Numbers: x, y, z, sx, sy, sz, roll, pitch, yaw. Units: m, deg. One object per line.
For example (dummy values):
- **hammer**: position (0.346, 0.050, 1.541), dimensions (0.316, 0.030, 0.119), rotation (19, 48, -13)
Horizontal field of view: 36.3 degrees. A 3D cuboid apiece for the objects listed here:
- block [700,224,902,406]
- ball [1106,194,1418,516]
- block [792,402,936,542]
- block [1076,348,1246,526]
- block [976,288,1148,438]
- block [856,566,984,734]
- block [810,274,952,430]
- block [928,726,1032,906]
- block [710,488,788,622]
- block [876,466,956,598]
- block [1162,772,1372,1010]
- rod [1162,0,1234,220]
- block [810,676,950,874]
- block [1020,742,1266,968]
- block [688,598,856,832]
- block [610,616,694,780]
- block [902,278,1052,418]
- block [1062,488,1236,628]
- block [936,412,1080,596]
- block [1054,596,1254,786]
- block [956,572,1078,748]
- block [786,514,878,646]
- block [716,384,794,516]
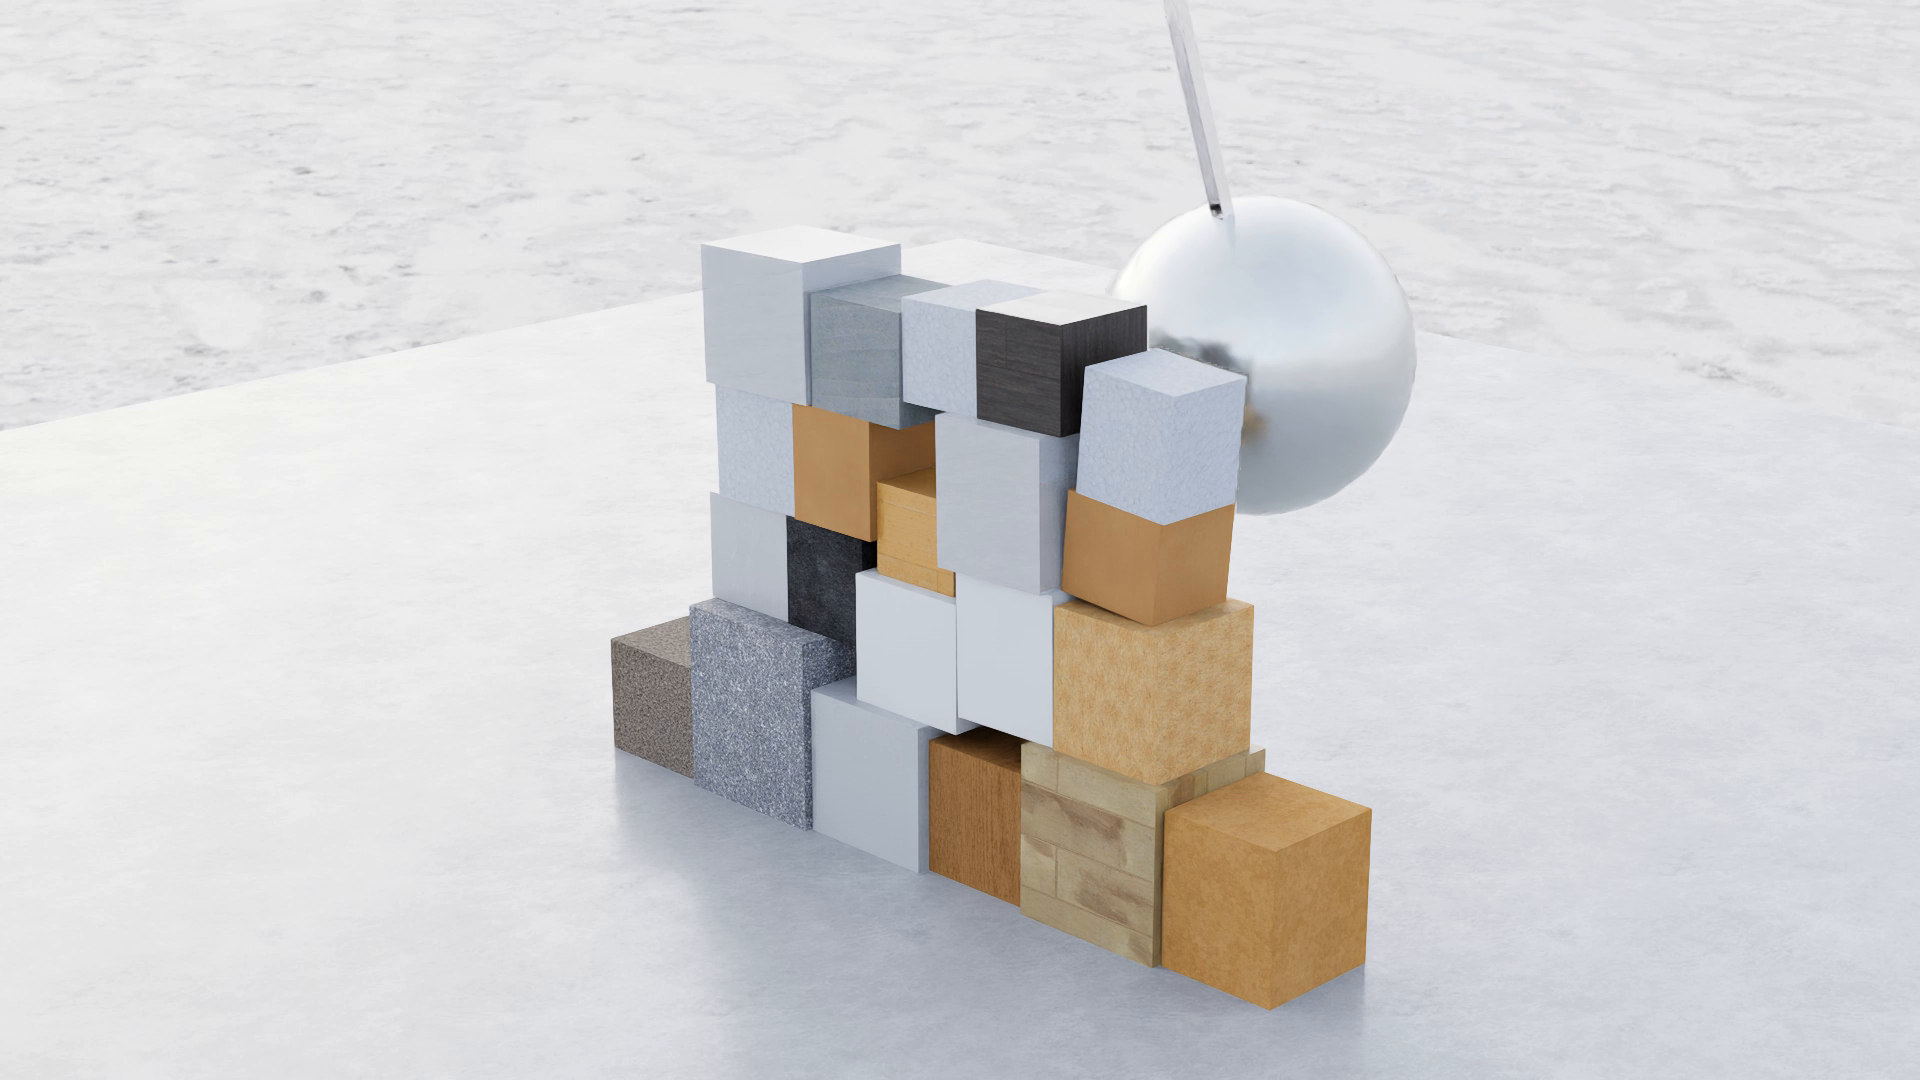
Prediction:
- **block**: position (-0.740, -1.067, 13.794), dimensions (0.622, 0.666, 0.707), rotation (-17, 23, -42)
- **ball**: position (1.467, -0.918, 14.591), dimensions (1.600, 1.600, 1.600), rotation (0, 17, 0)
- **block**: position (-0.407, -0.371, 13.627), dimensions (0.523, 0.568, 0.513), rotation (-17, 24, -42)
- **block**: position (0.843, -0.440, 12.325), dimensions (0.457, 0.559, 0.495), rotation (-17, 29, -42)
- **block**: position (0.440, -0.770, 12.664), dimensions (0.496, 0.486, 0.550), rotation (15, 23, 43)
- **block**: position (-0.047, 0.455, 13.508), dimensions (0.570, 0.616, 0.649), rotation (-17, 24, -42)
- **block**: position (-0.275, -0.866, 13.363), dimensions (0.576, 0.533, 0.563), rotation (17, 24, 42)
- **block**: position (0.290, 1.217, 13.404), dimensions (0.601, 0.640, 0.619), rotation (-17, 24, -42)
- **block**: position (-0.830, 0.023, 14.247), dimensions (0.517, 0.536, 0.560), rotation (-17, 24, -42)
- **block**: position (-0.045, -0.051, 13.358), dimensions (0.449, 0.439, 0.493), rotation (-17, 24, -42)
- **block**: position (1.299, 1.477, 12.454), dimensions (0.642, 0.714, 0.600), rotation (-17, 24, -42)
- **rod**: position (0.636, -3.712, 12.841), dimensions (0.080, 5.200, 0.080), rotation (17, 44, 42)
- **block**: position (-0.182, 1.038, 13.860), dimensions (0.746, 0.708, 0.720), rotation (-17, 24, -42)
- **block**: position (0.800, 1.285, 12.908), dimensions (0.723, 0.808, 0.781), rotation (-17, 24, -42)
- **block**: position (-0.727, 0.761, 14.357), dimensions (0.842, 0.939, 0.818), rotation (-17, 24, -42)
- **block**: position (-1.275, 0.773, 14.907), dimensions (0.715, 0.586, 0.674), rotation (-17, 24, -42)
- **block**: position (0.096, -0.854, 12.985), dimensions (0.458, 0.472, 0.537), rotation (15, 23, 43)
- **block**: position (0.802, 0.025, 12.536), dimensions (0.480, 0.463, 0.525), rotation (-17, 28, -42)
- **block**: position (0.360, -0.225, 12.903), dimensions (0.688, 0.694, 0.625), rotation (-17, 23, -42)
- **block**: position (0.834, 0.594, 12.660), dimensions (0.620, 0.659, 0.593), rotation (-17, 24, -42)
- **block**: position (0.407, 0.452, 13.064), dimensions (0.583, 0.696, 0.607), rotation (15, 23, 43)
- **block**: position (-0.451, 0.138, 13.865), dimensions (0.519, 0.545, 0.519), rotation (-17, 24, -42)
- **block**: position (-0.787, -0.486, 14.006), dimensions (0.514, 0.568, 0.545), rotation (-17, 23, -42)
